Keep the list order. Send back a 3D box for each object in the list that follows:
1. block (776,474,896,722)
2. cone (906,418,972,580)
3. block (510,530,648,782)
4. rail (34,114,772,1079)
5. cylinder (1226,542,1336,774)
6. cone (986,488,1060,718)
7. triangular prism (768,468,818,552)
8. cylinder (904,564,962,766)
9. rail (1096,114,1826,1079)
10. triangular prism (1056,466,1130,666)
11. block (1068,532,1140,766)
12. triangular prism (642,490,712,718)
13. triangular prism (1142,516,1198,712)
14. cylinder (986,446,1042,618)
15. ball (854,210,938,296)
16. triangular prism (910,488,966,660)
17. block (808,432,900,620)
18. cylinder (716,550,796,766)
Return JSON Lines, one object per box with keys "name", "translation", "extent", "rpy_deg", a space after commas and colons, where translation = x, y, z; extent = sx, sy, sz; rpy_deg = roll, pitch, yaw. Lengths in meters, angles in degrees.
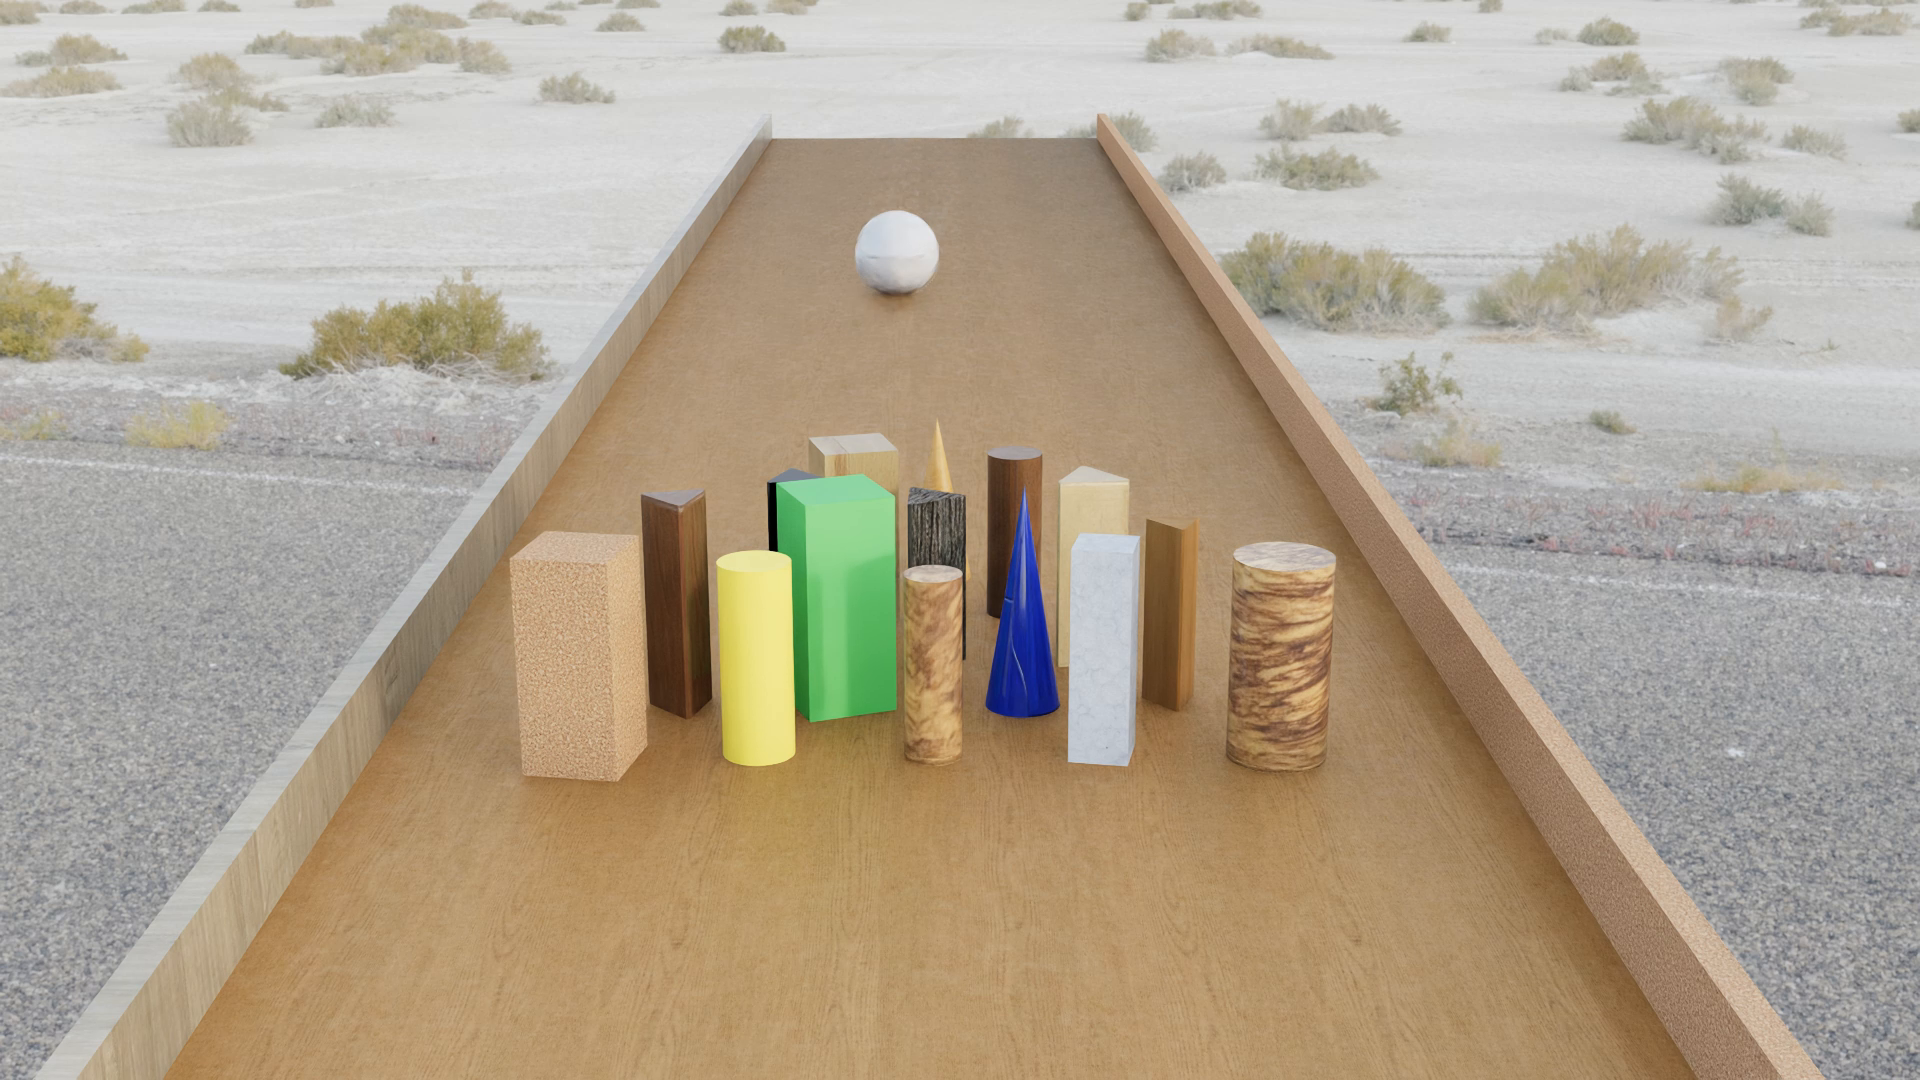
{"name": "block", "translation": [-0.232, 0.107, 4.135], "extent": [0.172, 0.418, 0.172], "rpy_deg": [-7, 18, -21]}
{"name": "cone", "translation": [-0.050, -0.095, 4.908], "extent": [0.152, 0.365, 0.152], "rpy_deg": [0, 17, 0]}
{"name": "block", "translation": [-0.665, 0.202, 3.855], "extent": [0.172, 0.396, 0.172], "rpy_deg": [3, 17, 9]}
{"name": "rail", "translation": [-1.118, -0.838, 7.780], "extent": [0.050, 0.150, 12.000], "rpy_deg": [0, 17, -1]}
{"name": "cylinder", "translation": [0.565, 0.206, 3.882], "extent": [0.178, 0.371, 0.178], "rpy_deg": [0, 17, 0]}
{"name": "cone", "translation": [0.119, 0.105, 4.118], "extent": [0.143, 0.431, 0.143], "rpy_deg": [0, 17, 0]}
{"name": "triangular prism", "translation": [-0.329, 0.046, 4.424], "extent": [0.115, 0.369, 0.100], "rpy_deg": [-3, 17, -10]}
{"name": "cylinder", "translation": [-0.047, 0.222, 3.885], "extent": [0.104, 0.340, 0.104], "rpy_deg": [0, 17, 0]}
{"name": "rail", "translation": [0.932, -0.844, 7.801], "extent": [0.050, 0.150, 12.000], "rpy_deg": [0, 17, -1]}
{"name": "triangular prism", "translation": [0.254, 0.051, 4.390], "extent": [0.139, 0.380, 0.120], "rpy_deg": [-2, 17, -7]}
{"name": "block", "translation": [0.254, 0.193, 3.887], "extent": [0.107, 0.393, 0.107], "rpy_deg": [3, 17, 11]}
{"name": "triangular prism", "translation": [-0.512, 0.114, 4.118], "extent": [0.102, 0.414, 0.118], "rpy_deg": [-16, 23, -42]}
{"name": "triangular prism", "translation": [0.413, 0.134, 4.151], "extent": [0.086, 0.357, 0.099], "rpy_deg": [-13, 21, -36]}
{"name": "cylinder", "translation": [0.115, -0.015, 4.662], "extent": [0.116, 0.351, 0.116], "rpy_deg": [0, 17, 0]}
{"name": "ball", "translation": [-0.239, -1.086, 8.320], "extent": [0.319, 0.319, 0.319], "rpy_deg": [0, 17, 0]}
{"name": "triangular prism", "translation": [-0.070, 0.071, 4.389], "extent": [0.128, 0.341, 0.111], "rpy_deg": [-9, 19, -28]}
{"name": "block", "translation": [-0.224, -0.023, 4.654], "extent": [0.156, 0.371, 0.156], "rpy_deg": [-5, 17, -16]}
{"name": "cylinder", "translation": [-0.360, 0.209, 3.896], "extent": [0.130, 0.358, 0.130], "rpy_deg": [0, 17, 0]}
